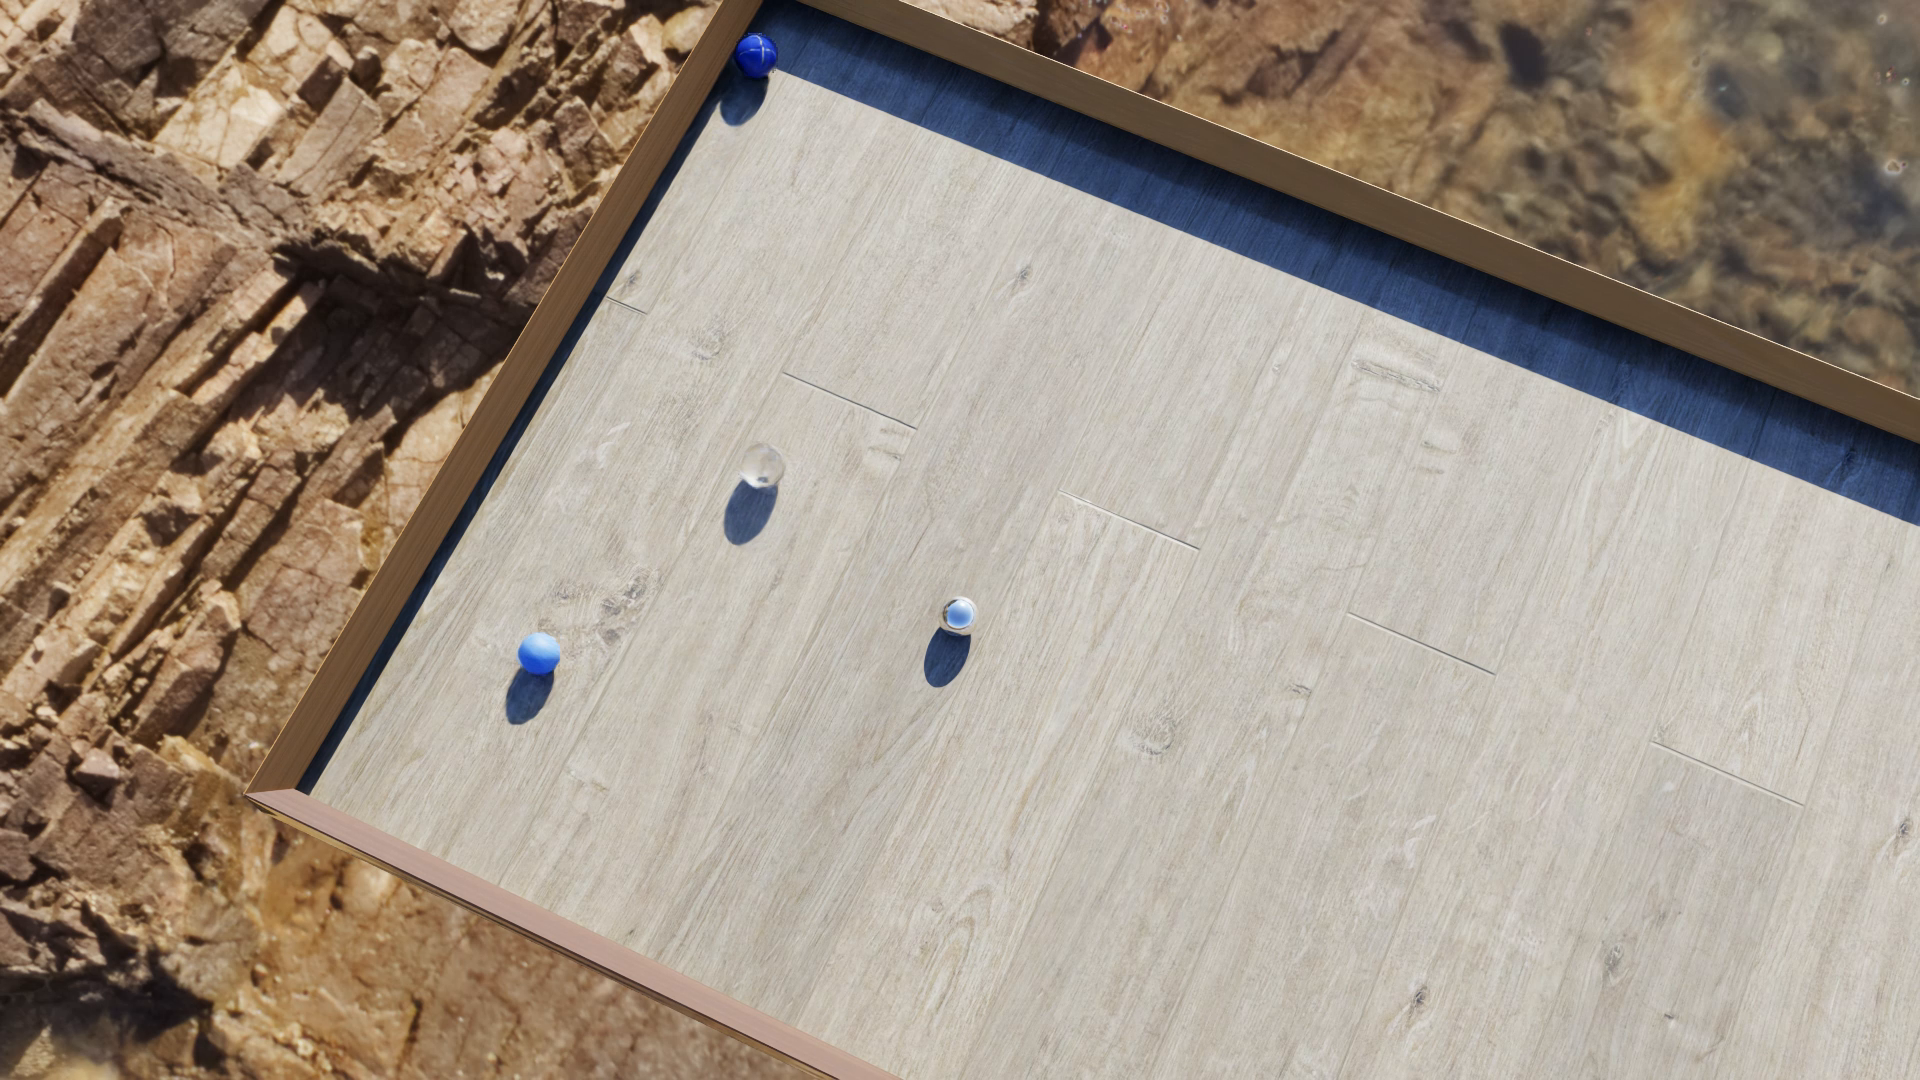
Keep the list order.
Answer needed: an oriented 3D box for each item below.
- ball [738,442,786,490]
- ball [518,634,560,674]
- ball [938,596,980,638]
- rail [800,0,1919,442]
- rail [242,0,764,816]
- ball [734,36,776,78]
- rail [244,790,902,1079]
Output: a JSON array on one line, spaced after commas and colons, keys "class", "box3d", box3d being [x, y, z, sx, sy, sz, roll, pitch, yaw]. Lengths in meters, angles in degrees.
[{"class": "ball", "box3d": [-0.317, -0.119, 3.528, 0.075, 0.075, 0.075, 0, 68, 0]}, {"class": "ball", "box3d": [-0.653, 0.177, 3.415, 0.065, 0.065, 0.065, 0, 68, 0]}, {"class": "ball", "box3d": [-0.002, 0.120, 3.438, 0.065, 0.065, 0.065, 0, 68, 0]}, {"class": "rail", "box3d": [1.056, -0.388, 3.622, 3.133, 0.097, 0.045, 23, 70, 9]}, {"class": "rail", "box3d": [-0.689, -0.303, 3.589, 0.045, 0.097, 1.685, 23, 70, 9]}, {"class": "ball", "box3d": [-0.355, -0.839, 3.817, 0.072, 0.072, 0.072, 0, 68, 0]}, {"class": "rail", "box3d": [0.365, 0.990, 3.071, 3.133, 0.097, 0.045, 23, 70, 9]}]
